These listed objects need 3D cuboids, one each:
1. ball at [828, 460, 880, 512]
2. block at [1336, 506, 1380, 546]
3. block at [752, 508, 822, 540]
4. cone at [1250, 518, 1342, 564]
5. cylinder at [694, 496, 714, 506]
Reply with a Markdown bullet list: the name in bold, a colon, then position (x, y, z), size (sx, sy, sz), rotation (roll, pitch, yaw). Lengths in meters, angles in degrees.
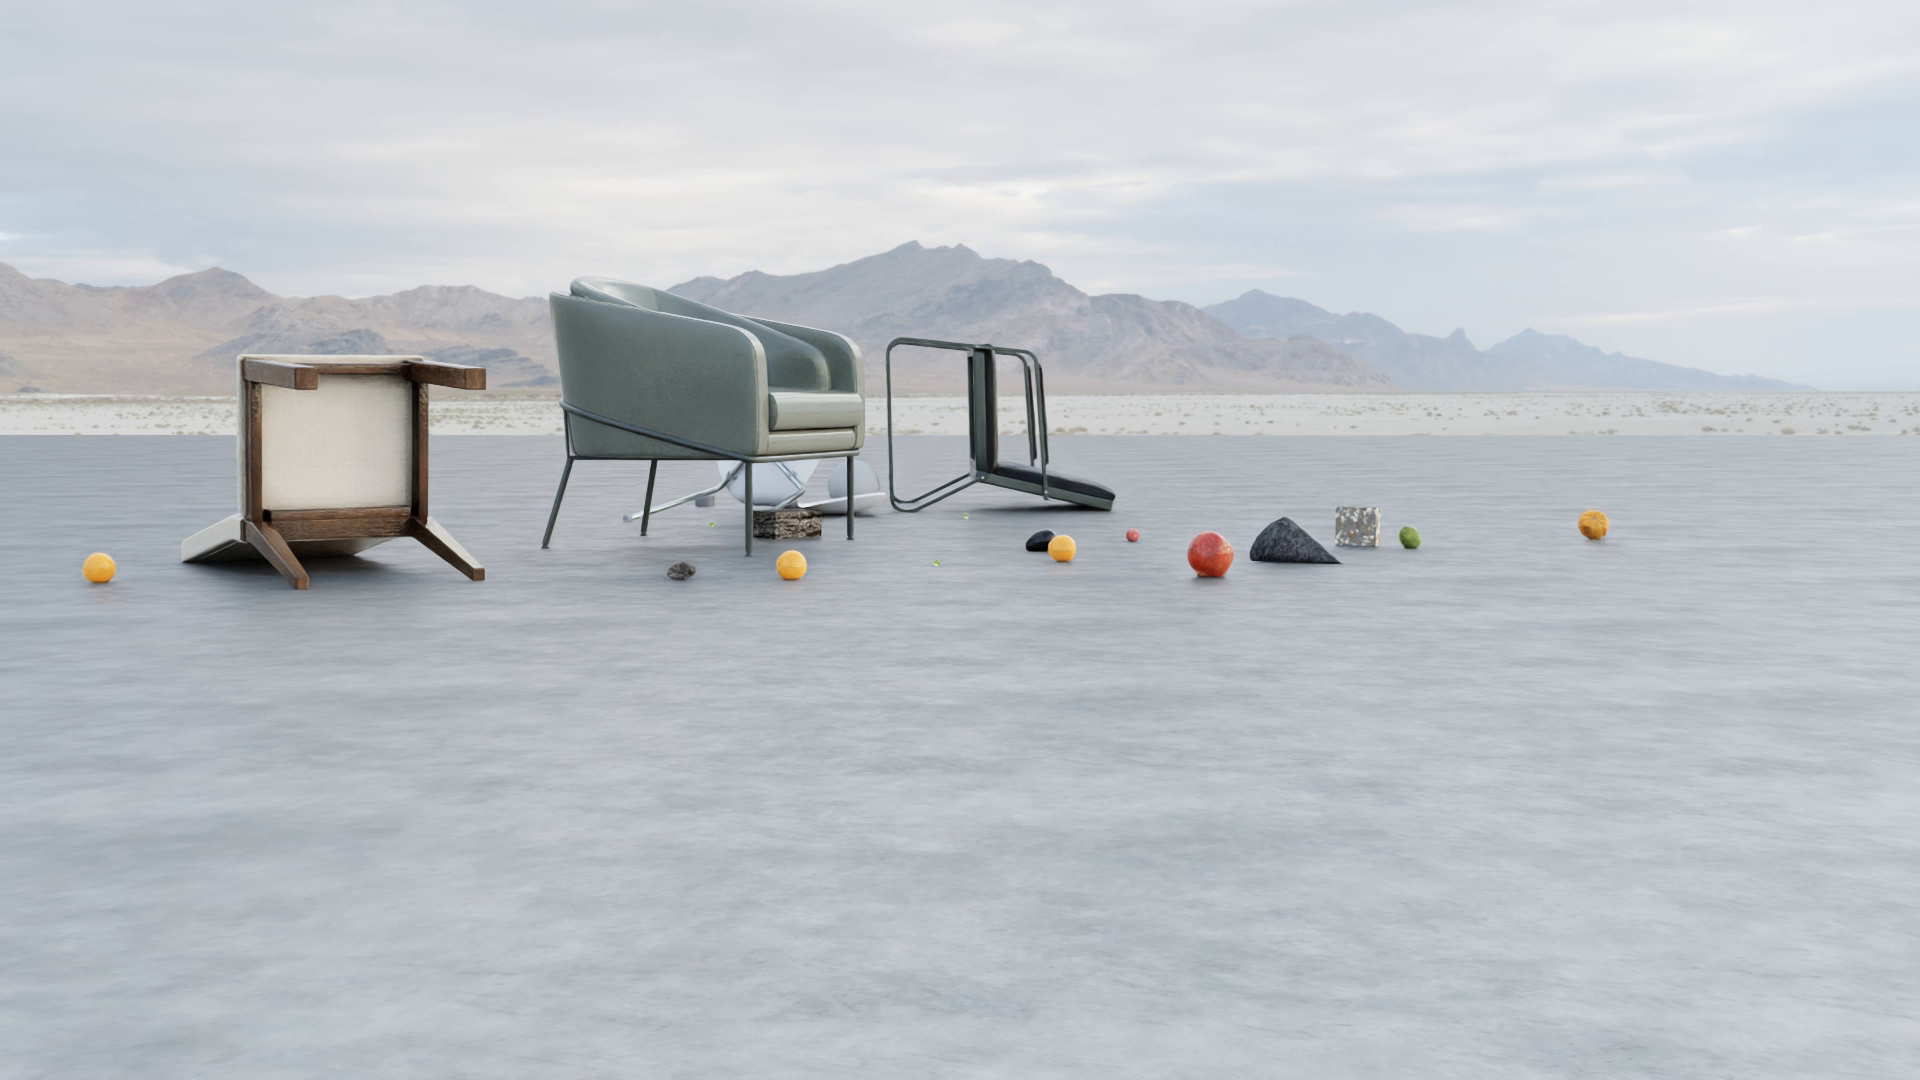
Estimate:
- **ball**: position (-0.389, -0.199, 8.047), size (0.191, 0.191, 0.191), rotation (0, 4, 0)
- **block**: position (1.146, -0.040, 6.335), size (0.119, 0.109, 0.049), rotation (2, 4, 27)
- **block**: position (-0.524, -0.049, 6.669), size (0.168, 0.081, 0.122), rotation (-3, 5, -38)
- **cone**: position (0.899, 0.030, 5.706), size (0.216, 0.097, 0.205), rotation (21, 36, 34)
- **cylinder**: position (-0.983, -0.151, 8.473), size (0.084, 0.038, 0.060), rotation (-4, 6, -45)
